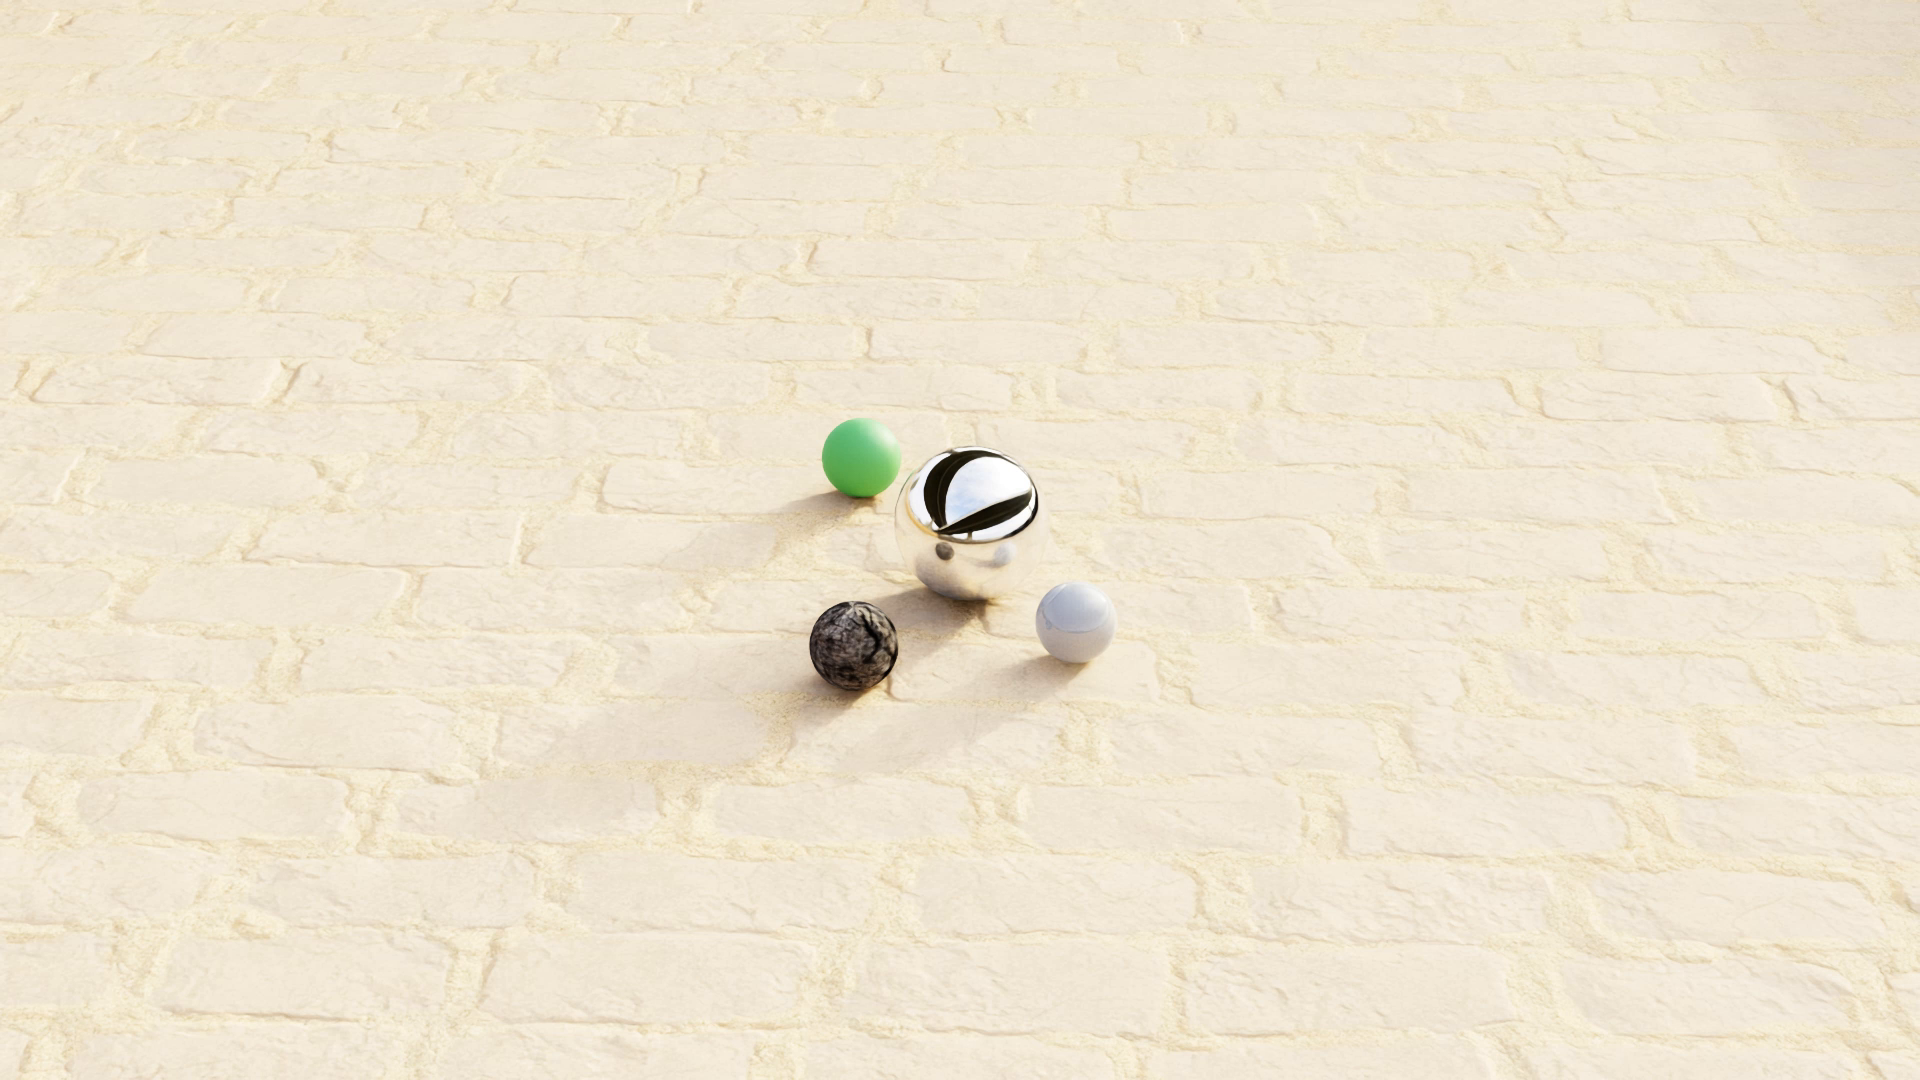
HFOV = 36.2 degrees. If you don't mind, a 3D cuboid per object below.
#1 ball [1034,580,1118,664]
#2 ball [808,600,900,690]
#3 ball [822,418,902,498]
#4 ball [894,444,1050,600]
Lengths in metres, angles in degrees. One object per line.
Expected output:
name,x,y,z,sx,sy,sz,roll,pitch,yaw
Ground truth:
ball,0.065,0.046,1.652,0.047,0.047,0.047,0,29,0
ball,-0.059,0.058,1.626,0.050,0.050,0.050,0,29,0
ball,-0.061,-0.051,1.824,0.050,0.050,0.050,0,29,0
ball,0.007,-0.010,1.707,0.091,0.091,0.091,0,29,0
